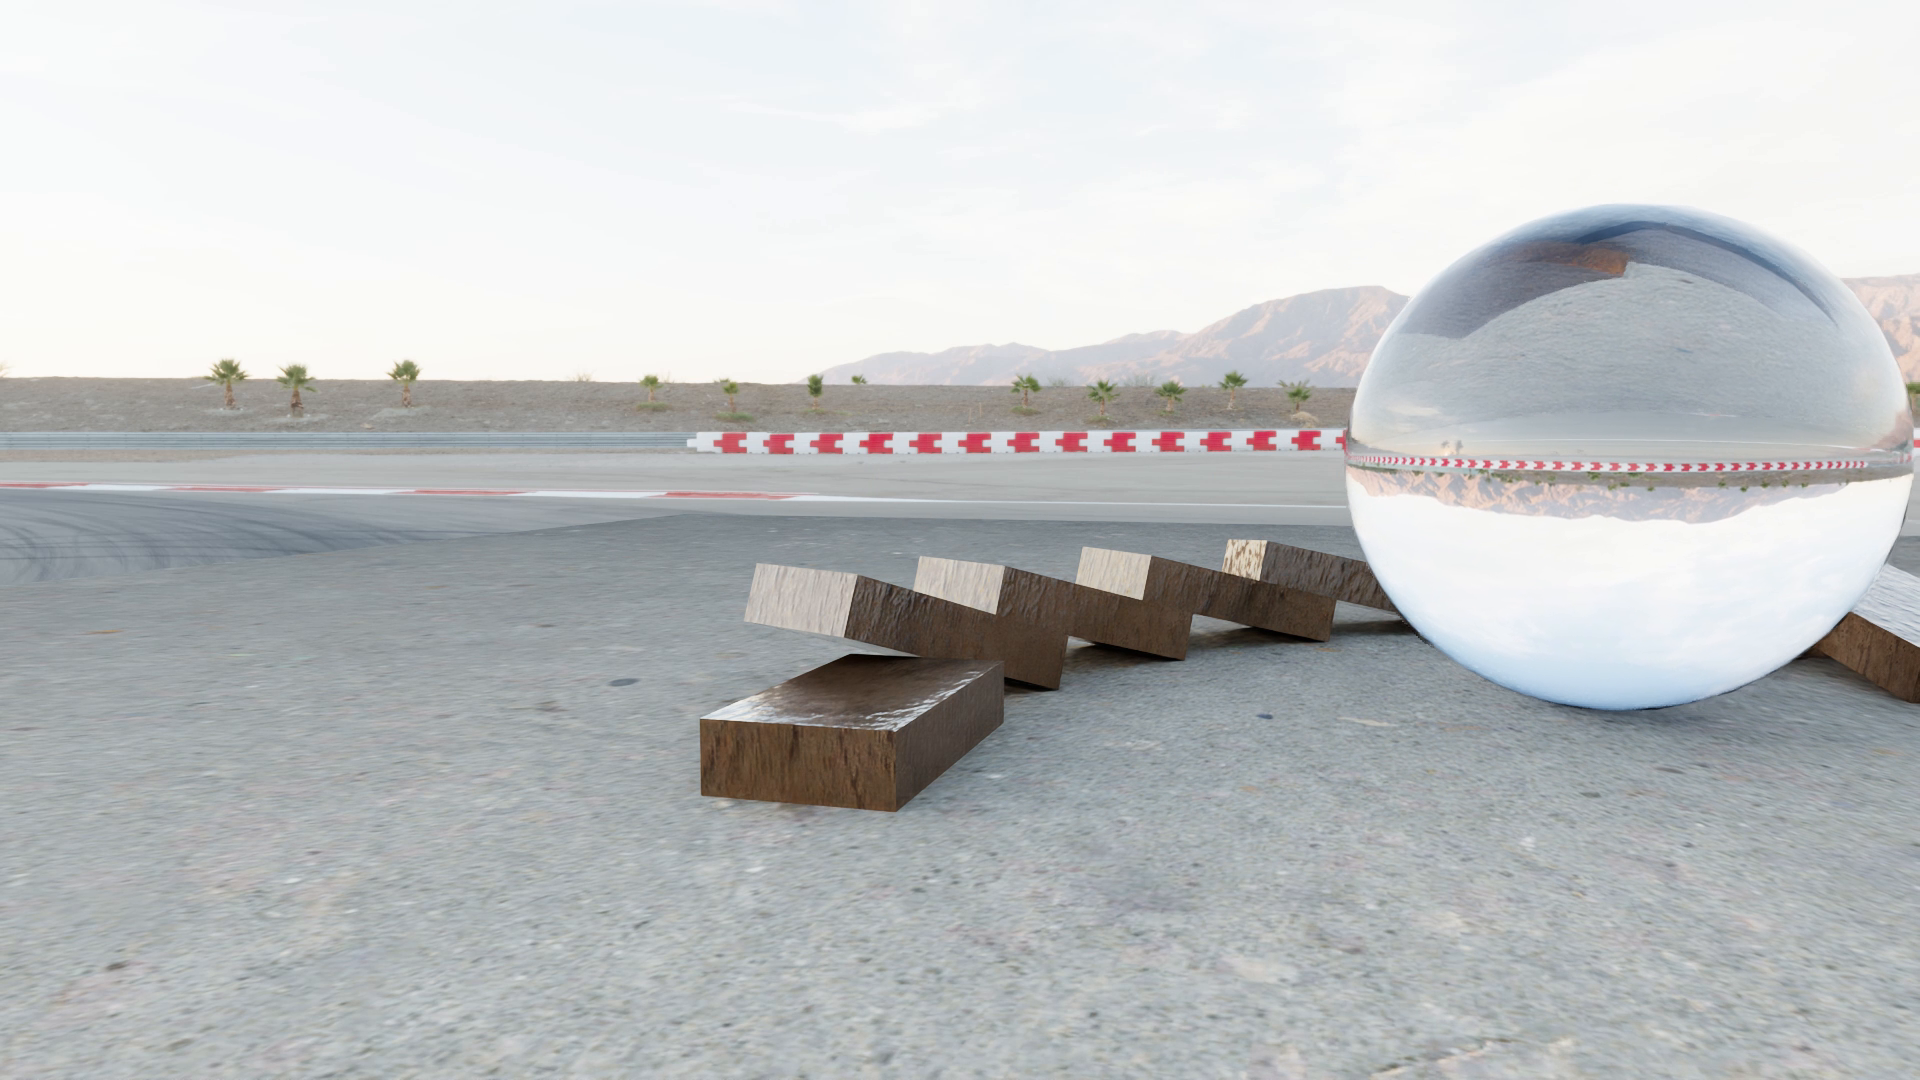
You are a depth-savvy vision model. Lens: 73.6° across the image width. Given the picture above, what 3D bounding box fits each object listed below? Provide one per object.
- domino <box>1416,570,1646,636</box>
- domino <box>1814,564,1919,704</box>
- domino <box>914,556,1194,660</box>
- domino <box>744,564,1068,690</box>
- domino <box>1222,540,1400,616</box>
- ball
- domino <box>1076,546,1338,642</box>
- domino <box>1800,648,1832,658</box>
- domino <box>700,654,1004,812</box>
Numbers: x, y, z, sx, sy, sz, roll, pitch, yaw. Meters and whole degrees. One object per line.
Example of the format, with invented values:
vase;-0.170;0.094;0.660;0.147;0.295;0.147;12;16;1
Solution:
domino;0.135;0.015;0.311;0.025;0.010;0.050;-3;5;-31
domino;0.168;0.015;0.233;0.025;0.009;0.050;0;17;-1
domino;0.018;0.013;0.247;0.050;0.009;0.025;14;-6;-38
domino;-0.008;0.015;0.214;0.025;0.009;0.050;4;-11;45
domino;0.089;0.010;0.296;0.050;0.009;0.025;12;-1;-7
ball;0.103;-0.013;0.205;0.080;0.080;0.080;0;4;0
domino;0.053;0.012;0.276;0.050;0.009;0.025;12;-2;-27
domino;0.163;0.011;0.276;0.025;0.010;0.050;-1;18;-7
domino;-0.012;0.025;0.175;0.025;0.009;0.050;1;4;16
